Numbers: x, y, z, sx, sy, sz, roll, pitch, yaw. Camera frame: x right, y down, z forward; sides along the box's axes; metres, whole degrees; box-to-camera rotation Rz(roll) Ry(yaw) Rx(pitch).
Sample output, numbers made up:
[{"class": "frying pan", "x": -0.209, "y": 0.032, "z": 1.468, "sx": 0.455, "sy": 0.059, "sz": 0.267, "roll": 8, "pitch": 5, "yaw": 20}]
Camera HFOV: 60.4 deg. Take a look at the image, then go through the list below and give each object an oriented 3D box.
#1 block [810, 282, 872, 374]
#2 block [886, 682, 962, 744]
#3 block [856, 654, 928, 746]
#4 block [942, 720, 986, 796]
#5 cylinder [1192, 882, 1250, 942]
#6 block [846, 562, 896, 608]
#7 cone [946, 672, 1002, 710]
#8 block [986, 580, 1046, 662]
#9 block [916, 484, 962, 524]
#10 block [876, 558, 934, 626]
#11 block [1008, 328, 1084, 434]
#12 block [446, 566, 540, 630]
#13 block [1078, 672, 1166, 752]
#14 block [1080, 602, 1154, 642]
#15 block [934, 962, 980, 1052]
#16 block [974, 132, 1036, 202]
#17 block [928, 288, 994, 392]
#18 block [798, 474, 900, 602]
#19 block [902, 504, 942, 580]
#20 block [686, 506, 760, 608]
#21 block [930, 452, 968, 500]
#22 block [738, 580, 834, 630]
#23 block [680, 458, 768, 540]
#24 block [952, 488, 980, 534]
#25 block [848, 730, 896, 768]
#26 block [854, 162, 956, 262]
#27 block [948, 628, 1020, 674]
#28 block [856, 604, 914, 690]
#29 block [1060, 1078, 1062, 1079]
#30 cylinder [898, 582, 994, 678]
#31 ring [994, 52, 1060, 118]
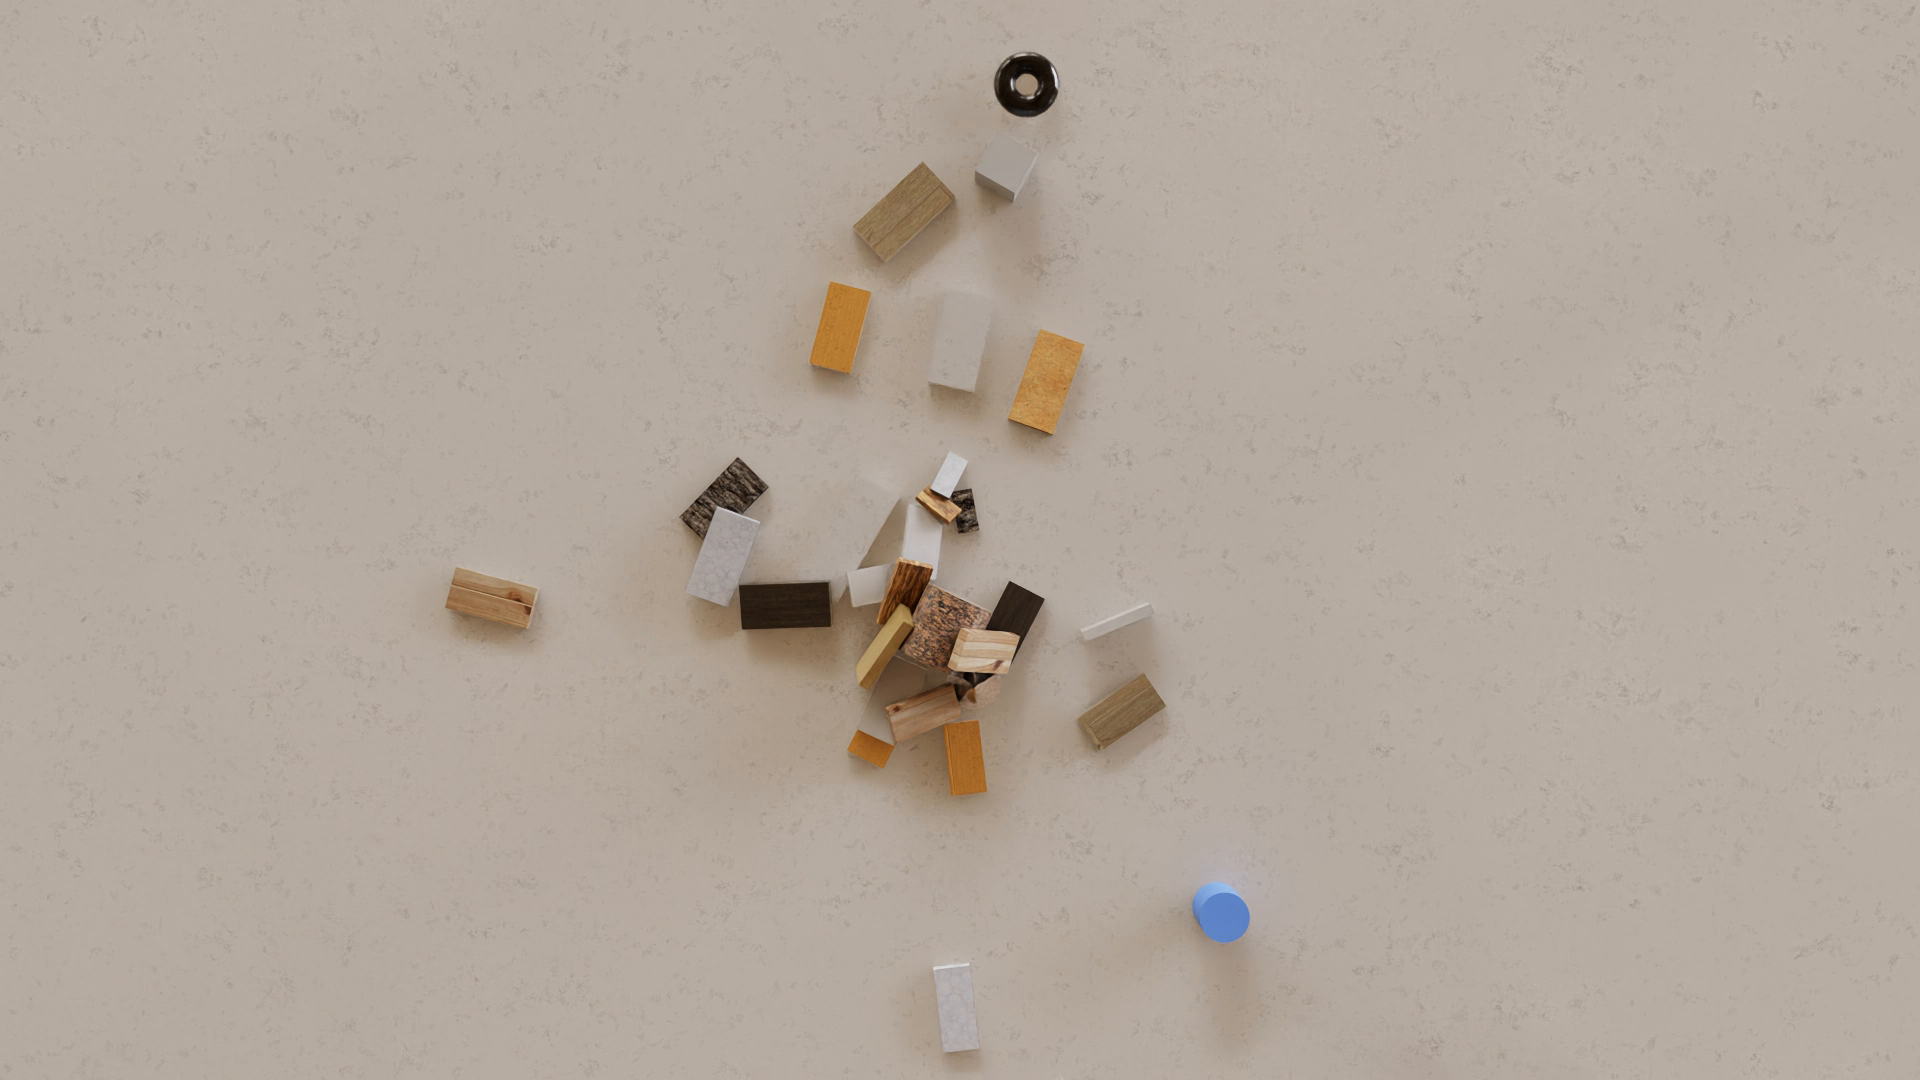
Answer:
[{"class": "block", "x": -0.397, "y": -0.705, "z": 5.480, "sx": 0.139, "sy": 0.039, "sz": 0.278, "roll": 15, "pitch": 90, "yaw": 0}, {"class": "block", "x": -0.120, "y": 0.567, "z": 5.426, "sx": 0.239, "sy": 0.034, "sz": 0.119, "roll": -20, "pitch": 109, "yaw": -20}, {"class": "block", "x": -0.224, "y": 0.526, "z": 5.442, "sx": 0.135, "sy": 0.038, "sz": 0.271, "roll": 25, "pitch": 90, "yaw": 0}, {"class": "block", "x": 0.016, "y": 0.723, "z": 5.483, "sx": 0.119, "sy": 0.034, "sz": 0.239, "roll": -7, "pitch": 90, "yaw": 0}, {"class": "cylinder", "x": 0.857, "y": 1.222, "z": 5.419, "sx": 0.163, "sy": 0.163, "sz": 0.163, "roll": 0, "pitch": 90, "yaw": 0}, {"class": "block", "x": -0.251, "y": 0.142, "z": 5.459, "sx": 0.236, "sy": 0.033, "sz": 0.118, "roll": -11, "pitch": 90, "yaw": -12}, {"class": "cone", "x": 0.047, "y": 0.476, "z": 5.409, "sx": 0.182, "sy": 0.182, "sz": 0.182, "roll": 0, "pitch": 90, "yaw": 0}, {"class": "block", "x": 0.162, "y": 0.283, "z": 5.481, "sx": 0.133, "sy": 0.038, "sz": 0.266, "roll": 27, "pitch": 90, "yaw": 0}, {"class": "block", "x": -0.071, "y": -0.116, "z": 5.459, "sx": 0.141, "sy": 0.020, "sz": 0.071, "roll": 37, "pitch": 53, "yaw": 10}, {"class": "block", "x": -0.182, "y": 0.178, "z": 5.425, "sx": 0.118, "sy": 0.033, "sz": 0.236, "roll": 13, "pitch": 112, "yaw": -19}, {"class": "block", "x": 0.286, "y": -0.525, "z": 5.478, "sx": 0.158, "sy": 0.045, "sz": 0.315, "roll": 20, "pitch": 90, "yaw": 0}, {"class": "block", "x": -1.553, "y": 0.192, "z": 5.480, "sx": 0.278, "sy": 0.039, "sz": 0.139, "roll": 15, "pitch": 90, "yaw": 0}, {"class": "block", "x": 0.537, "y": 0.571, "z": 5.481, "sx": 0.265, "sy": 0.038, "sz": 0.133, "roll": -34, "pitch": 90, "yaw": 0}, {"class": "block", "x": 0.518, "y": 0.269, "z": 5.440, "sx": 0.240, "sy": 0.120, "sz": 0.034, "roll": -23, "pitch": 90, "yaw": 0}, {"class": "block", "x": -0.012, "y": 1.555, "z": 5.483, "sx": 0.120, "sy": 0.034, "sz": 0.277, "roll": -7, "pitch": 90, "yaw": 0}, {"class": "block", "x": 0.150, "y": -1.227, "z": 5.426, "sx": 0.148, "sy": 0.148, "sz": 0.148, "roll": 30, "pitch": 90, "yaw": 0}, {"class": "block", "x": 0.002, "y": -0.661, "z": 5.478, "sx": 0.157, "sy": 0.045, "sz": 0.315, "roll": 12, "pitch": 90, "yaw": 0}, {"class": "block", "x": -0.368, "y": -0.006, "z": 5.479, "sx": 0.150, "sy": 0.042, "sz": 0.408, "roll": 31, "pitch": 90, "yaw": 0}, {"class": "block", "x": -0.126, "y": 0.008, "z": 5.459, "sx": 0.118, "sy": 0.033, "sz": 0.236, "roll": 8, "pitch": 84, "yaw": -12}, {"class": "block", "x": -0.785, "y": 0.056, "z": 5.451, "sx": 0.150, "sy": 0.042, "sz": 0.300, "roll": 21, "pitch": 95, "yaw": -12}, {"class": "block", "x": -0.036, "y": -0.214, "z": 5.475, "sx": 0.071, "sy": 0.020, "sz": 0.141, "roll": 27, "pitch": 78, "yaw": 0}, {"class": "block", "x": -0.575, "y": 0.214, "z": 5.453, "sx": 0.300, "sy": 0.042, "sz": 0.150, "roll": -2, "pitch": 99, "yaw": 6}, {"class": "block", "x": -0.783, "y": -0.127, "z": 5.480, "sx": 0.139, "sy": 0.039, "sz": 0.278, "roll": 44, "pitch": 90, "yaw": 0}, {"class": "block", "x": 0.017, "y": -0.096, "z": 5.490, "sx": 0.071, "sy": 0.020, "sz": 0.141, "roll": -11, "pitch": 90, "yaw": 0}, {"class": "block", "x": -0.253, "y": 0.606, "z": 5.481, "sx": 0.135, "sy": 0.038, "sz": 0.271, "roll": 27, "pitch": 90, "yaw": 0}, {"class": "block", "x": -0.185, "y": -1.088, "z": 5.478, "sx": 0.315, "sy": 0.045, "sz": 0.158, "roll": -43, "pitch": 90, "yaw": 0}, {"class": "block", "x": 0.079, "y": 0.361, "z": 5.342, "sx": 0.038, "sy": 0.266, "sz": 0.133, "roll": 25, "pitch": 100, "yaw": 39}, {"class": "block", "x": -0.248, "y": 0.348, "z": 5.395, "sx": 0.038, "sy": 0.135, "sz": 0.271, "roll": 30, "pitch": 107, "yaw": -18}, {"class": "block", "x": 0.341, "y": 1.928, "z": 5.483, "sx": 0.119, "sy": 0.034, "sz": 0.239, "roll": -27, "pitch": 90, "yaw": 0}, {"class": "cylinder", "x": -0.048, "y": 0.295, "z": 5.383, "sx": 0.235, "sy": 0.235, "sz": 0.235, "roll": 25, "pitch": 90, "yaw": 0}, {"class": "ring", "x": 0.221, "y": -1.509, "z": 5.464, "sx": 0.219, "sy": 0.073, "sz": 0.219, "roll": 0, "pitch": 89, "yaw": 0}]
